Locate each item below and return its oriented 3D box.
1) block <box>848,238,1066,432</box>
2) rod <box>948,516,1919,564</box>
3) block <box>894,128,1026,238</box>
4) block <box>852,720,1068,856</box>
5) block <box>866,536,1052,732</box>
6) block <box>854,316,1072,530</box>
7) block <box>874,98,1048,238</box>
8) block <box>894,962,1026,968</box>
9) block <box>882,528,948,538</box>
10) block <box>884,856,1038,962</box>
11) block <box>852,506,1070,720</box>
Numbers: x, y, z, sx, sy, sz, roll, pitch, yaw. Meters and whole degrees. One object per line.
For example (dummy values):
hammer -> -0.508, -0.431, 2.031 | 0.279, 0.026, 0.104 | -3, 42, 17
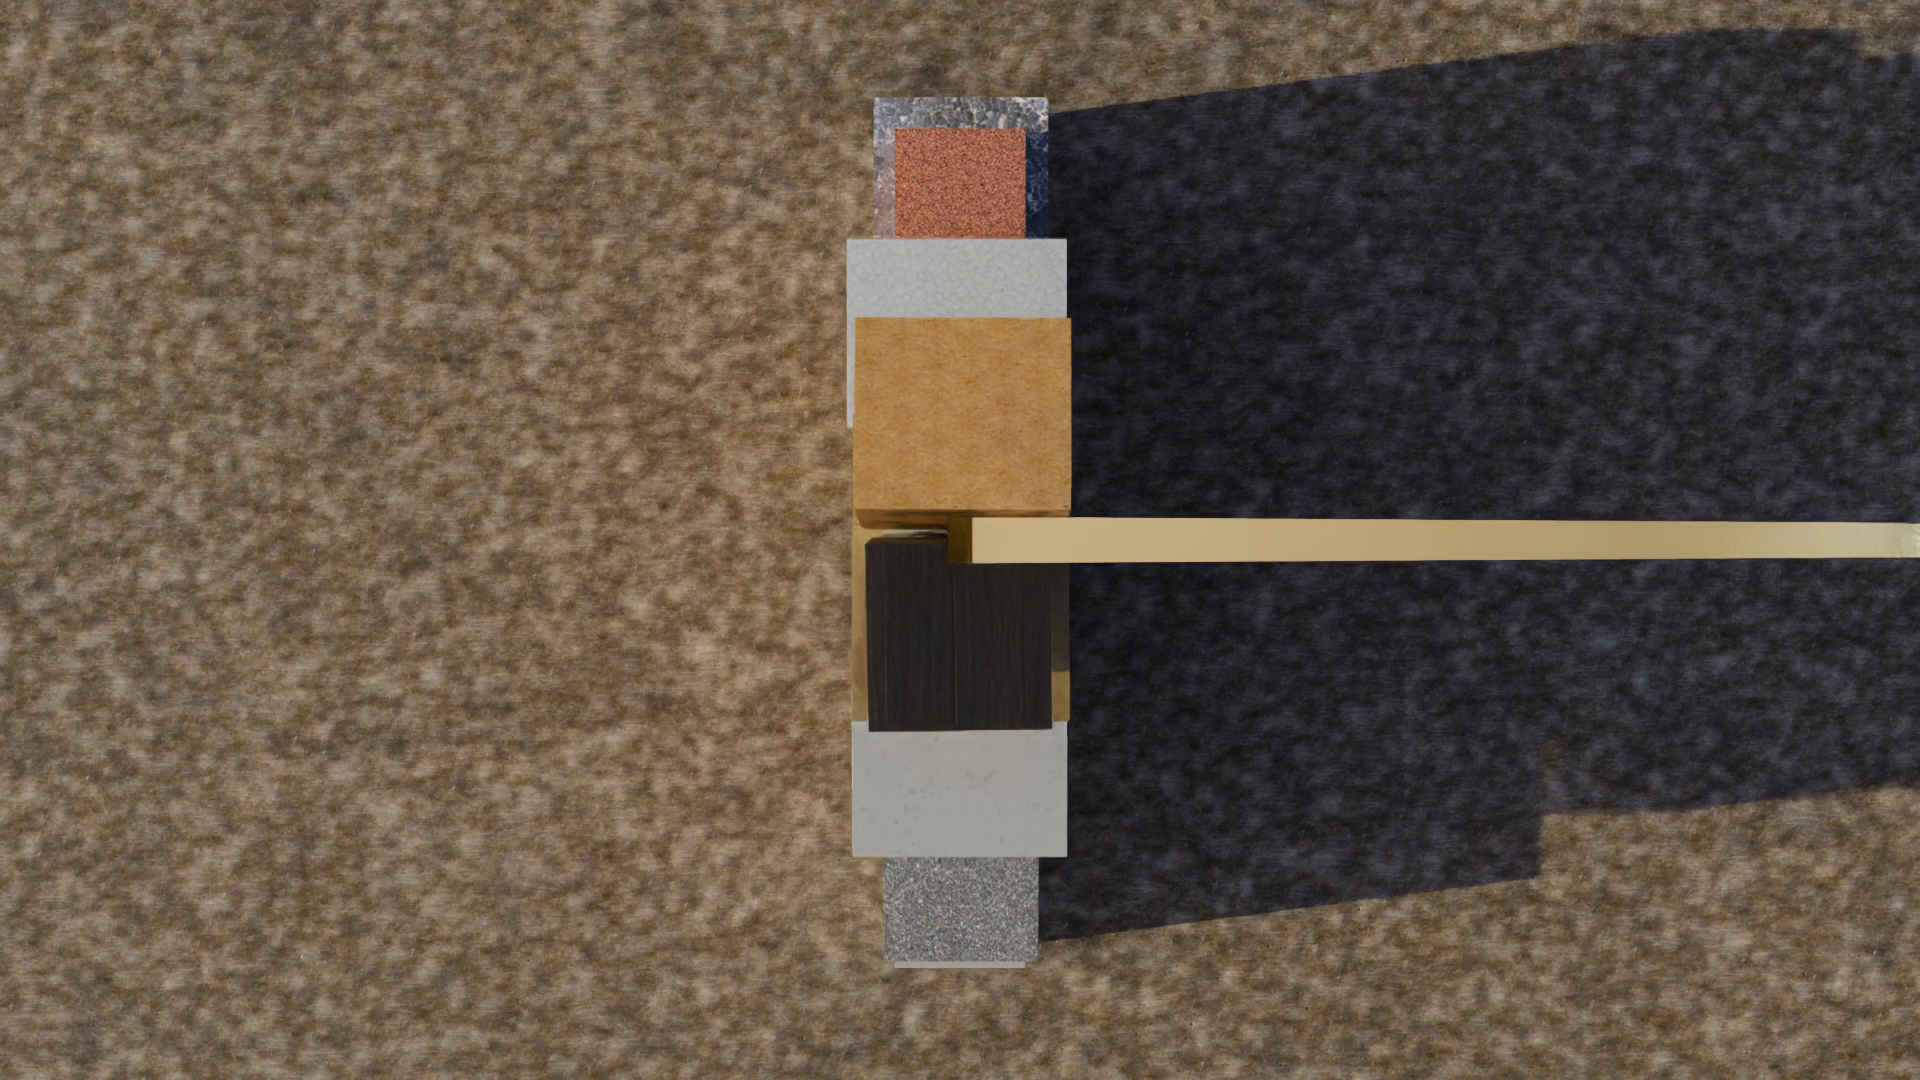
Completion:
block -> -0.014, -0.939, 10.429 | 0.990, 1.029, 0.850 | 0, 91, 0
rod -> 2.212, 0.000, 5.191 | 5.200, 0.080, 0.080 | 0, 90, -32
block -> 0.001, -1.758, 11.573 | 0.669, 0.621, 0.695 | 0, 90, 0
block -> -0.001, 0.964, 10.600 | 0.989, 0.997, 0.950 | 0, 92, 0
block -> -0.004, 0.334, 8.192 | 0.659, 0.642, 0.675 | -1, 92, 0
block -> 0.009, -0.416, 8.153 | 0.768, 0.769, 0.683 | 0, 85, 0
block -> 0.004, -1.867, 12.442 | 0.946, 1.117, 1.051 | 0, 90, 0
block -> -0.001, 1.986, 12.646 | 0.728, 0.708, 0.813 | 0, 90, 0
block -> -0.010, -0.297, 8.845 | 0.579, 0.631, 0.603 | 0, 85, 0
block -> 0.006, 1.761, 11.753 | 0.801, 0.724, 0.780 | 0, 97, 0
block -> 0.003, 0.340, 9.603 | 0.902, 0.982, 0.890 | 0, 86, 0
